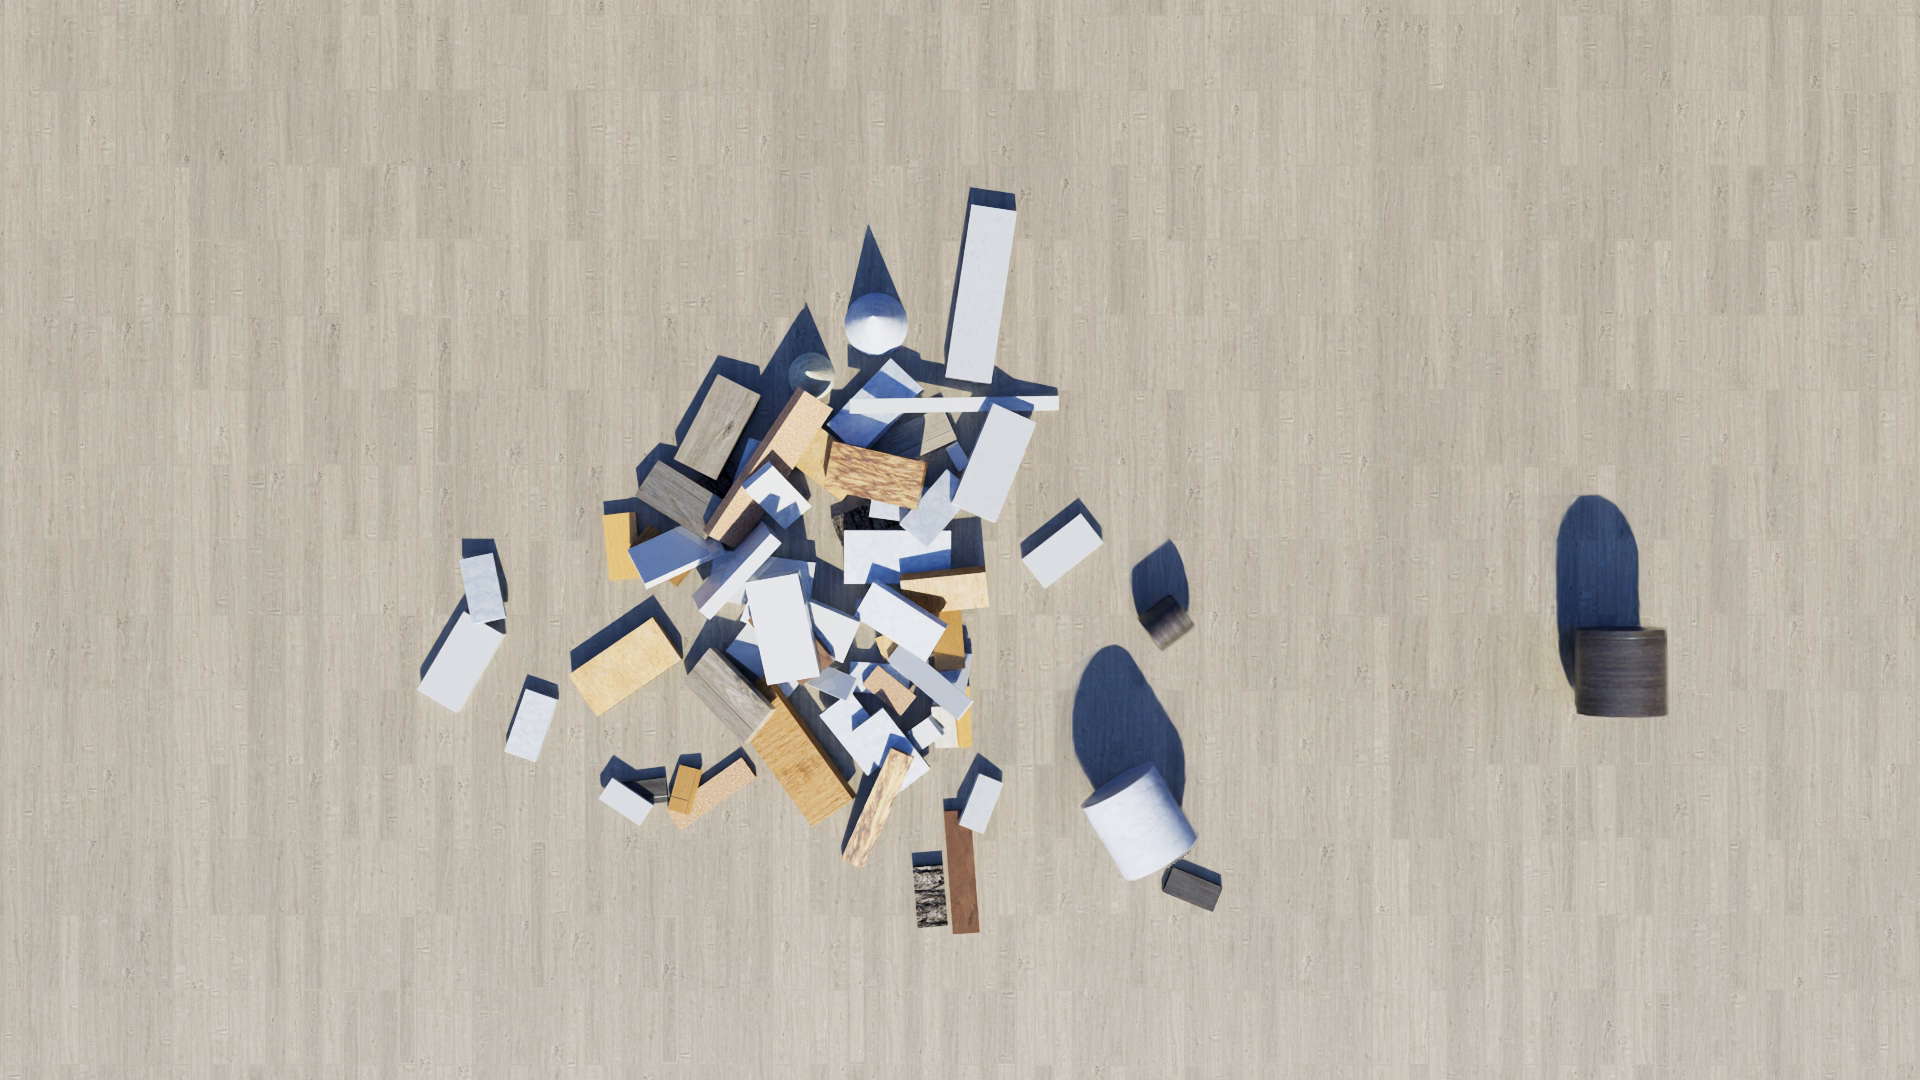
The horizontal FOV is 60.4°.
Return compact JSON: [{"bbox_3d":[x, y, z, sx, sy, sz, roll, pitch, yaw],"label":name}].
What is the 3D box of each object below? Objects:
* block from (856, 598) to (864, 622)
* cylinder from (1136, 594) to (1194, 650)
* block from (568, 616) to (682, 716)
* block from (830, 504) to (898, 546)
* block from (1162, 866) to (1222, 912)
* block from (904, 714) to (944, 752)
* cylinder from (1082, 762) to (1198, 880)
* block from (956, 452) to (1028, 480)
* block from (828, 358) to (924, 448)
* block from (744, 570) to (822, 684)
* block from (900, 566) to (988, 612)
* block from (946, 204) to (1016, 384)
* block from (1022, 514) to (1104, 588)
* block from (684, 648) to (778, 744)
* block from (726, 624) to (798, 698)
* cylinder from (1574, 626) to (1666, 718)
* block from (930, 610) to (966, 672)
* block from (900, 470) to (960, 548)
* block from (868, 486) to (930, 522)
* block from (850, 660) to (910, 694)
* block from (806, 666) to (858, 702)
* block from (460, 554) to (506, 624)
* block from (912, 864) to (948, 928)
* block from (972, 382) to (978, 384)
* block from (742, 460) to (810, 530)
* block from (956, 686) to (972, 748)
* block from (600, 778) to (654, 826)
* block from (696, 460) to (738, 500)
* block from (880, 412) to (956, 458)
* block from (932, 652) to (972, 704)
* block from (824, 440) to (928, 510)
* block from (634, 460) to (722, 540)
[{"bbox_3d":[-0.268,0.236,5.489,0.158,0.022,0.079,2,90,0],"label":"block"},{"bbox_3d":[0.677,0.272,5.432,0.136,0.136,0.136,-38,90,0],"label":"cylinder"},{"bbox_3d":[-1.108,0.421,5.476,0.337,0.048,0.168,-34,90,0],"label":"block"},{"bbox_3d":[-0.317,-0.062,5.486,0.201,0.028,0.100,-22,90,0],"label":"block"},{"bbox_3d":[0.774,1.161,5.487,0.179,0.025,0.090,22,90,0],"label":"block"},{"bbox_3d":[-0.125,0.645,5.447,0.150,0.021,0.075,-38,90,36],"label":"block"},{"bbox_3d":[0.582,0.914,5.363,0.274,0.274,0.274,-31,90,0],"label":"cylinder"},{"bbox_3d":[0.095,-0.242,5.482,0.124,0.035,0.248,43,90,0],"label":"block"},{"bbox_3d":[-0.278,-0.437,5.461,0.152,0.043,0.304,44,90,14],"label":"block"},{"bbox_3d":[-0.573,0.284,5.354,0.176,0.050,0.351,-10,103,4],"label":"block"},{"bbox_3d":[-0.051,0.167,5.440,0.281,0.040,0.140,-6,124,1],"label":"block"},{"bbox_3d":[0.071,-0.814,5.471,0.152,0.043,0.575,9,88,0],"label":"block"},{"bbox_3d":[0.341,0.037,5.482,0.247,0.035,0.124,-38,90,0],"label":"block"},{"bbox_3d":[-0.758,0.510,5.422,0.302,0.043,0.151,43,101,17],"label":"block"},{"bbox_3d":[-0.634,0.396,5.482,0.257,0.036,0.129,38,90,0],"label":"block"},{"bbox_3d":[2.147,0.426,5.362,0.275,0.275,0.275,-1,90,0],"label":"cylinder"},{"bbox_3d":[-0.040,0.332,5.464,0.100,0.028,0.201,-5,77,0],"label":"block"},{"bbox_3d":[-0.076,-0.104,5.427,0.119,0.034,0.238,40,81,4],"label":"block"},{"bbox_3d":[-0.171,-0.120,5.462,0.247,0.035,0.124,8,86,-7],"label":"block"},{"bbox_3d":[-0.268,0.460,5.486,0.201,0.028,0.100,4,90,0],"label":"block"},{"bbox_3d":[-0.425,0.467,5.451,0.164,0.023,0.082,20,77,21],"label":"block"},{"bbox_3d":[-1.579,0.162,5.461,0.109,0.031,0.219,-13,82,-8],"label":"block"},{"bbox_3d":[-0.099,1.183,5.486,0.101,0.029,0.202,-5,90,0],"label":"block"},{"bbox_3d":[0.059,-0.571,5.493,0.047,0.013,0.094,-4,90,0],"label":"block"},{"bbox_3d":[-0.600,-0.145,5.404,0.119,0.238,0.034,-41,45,0],"label":"block"},{"bbox_3d":[-0.014,0.589,5.486,0.101,0.029,0.202,-2,90,0],"label":"block"},{"bbox_3d":[-1.105,0.867,5.465,0.163,0.023,0.081,34,90,0],"label":"block"},{"bbox_3d":[-0.820,-0.175,5.486,0.203,0.029,0.102,-42,90,0],"label":"block"},{"bbox_3d":[-0.143,-0.339,5.483,0.238,0.034,0.119,-24,90,0],"label":"block"},{"bbox_3d":[-0.026,0.470,5.461,0.101,0.029,0.202,9,77,3],"label":"block"},{"bbox_3d":[-0.275,-0.212,5.395,0.316,0.045,0.158,13,99,9],"label":"block"},{"bbox_3d":[-0.916,-0.131,5.441,0.282,0.040,0.141,31,82,12],"label":"block"}]
